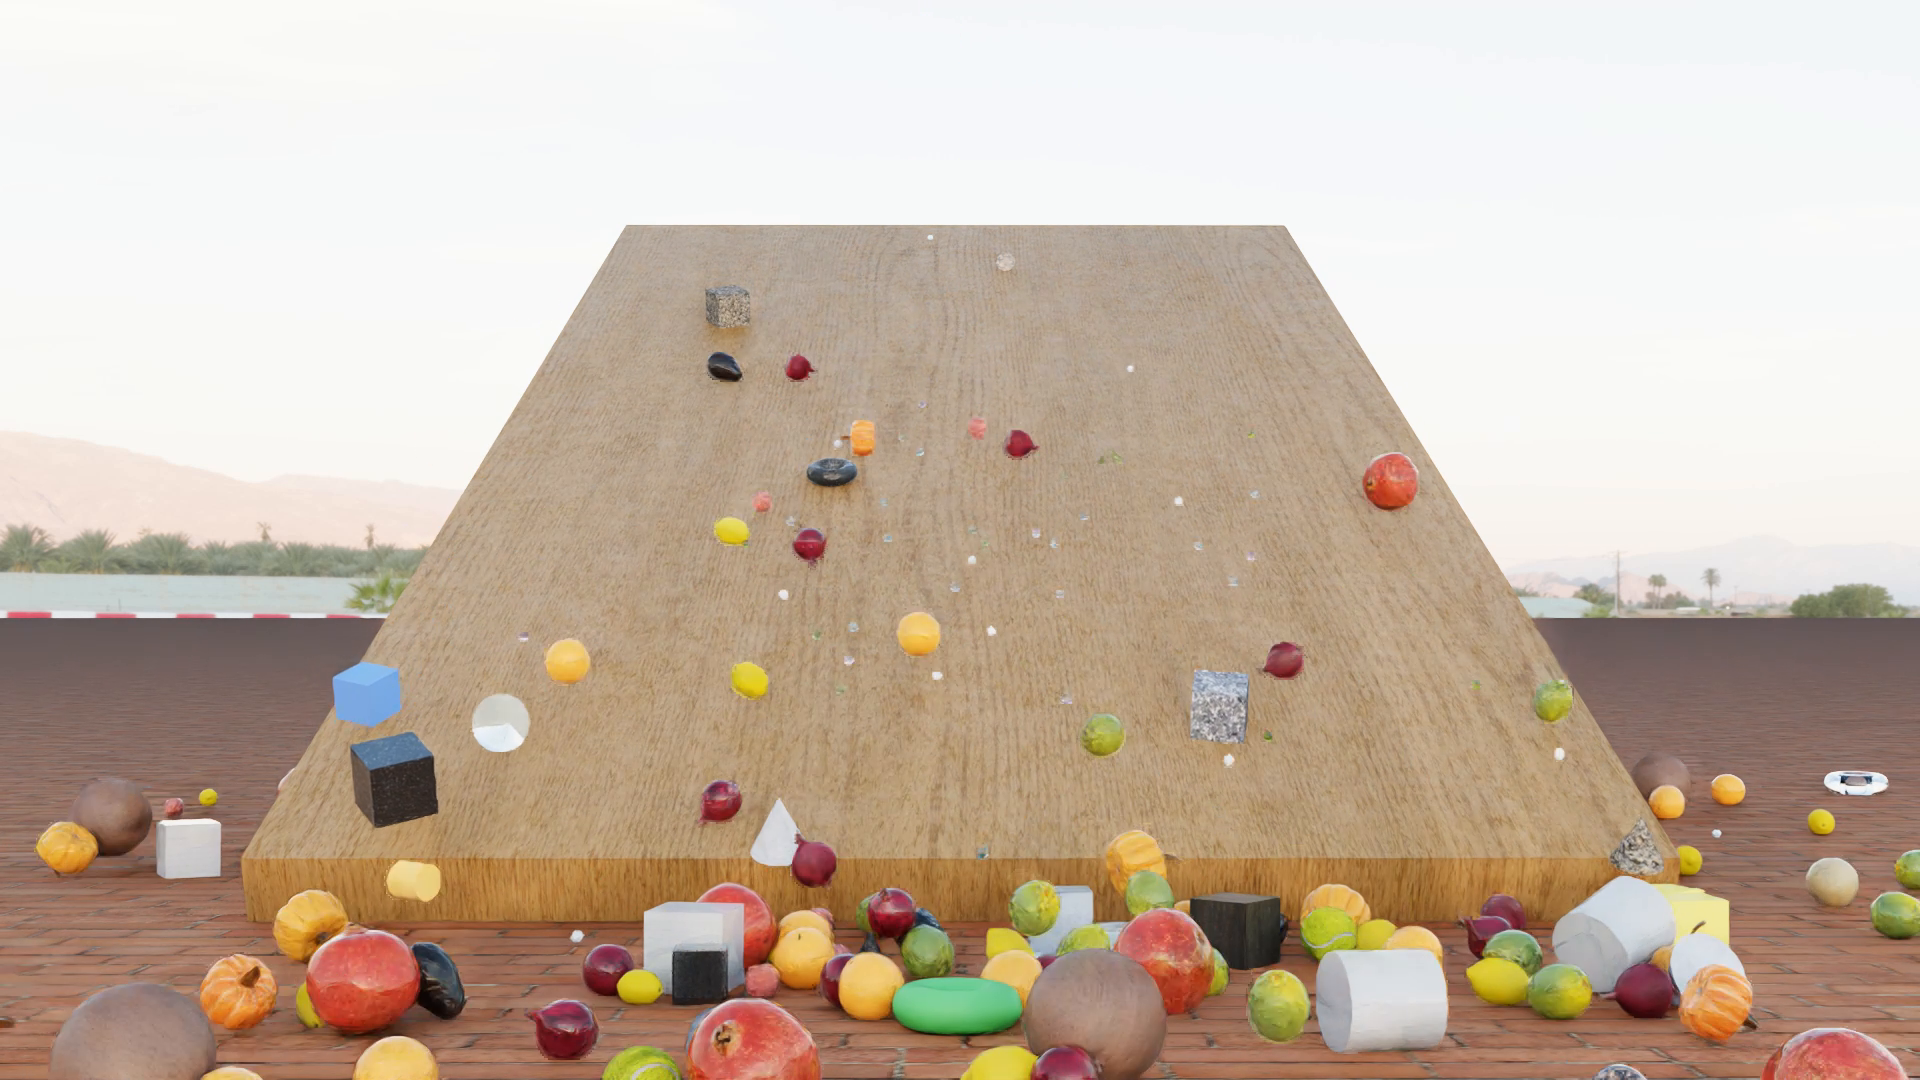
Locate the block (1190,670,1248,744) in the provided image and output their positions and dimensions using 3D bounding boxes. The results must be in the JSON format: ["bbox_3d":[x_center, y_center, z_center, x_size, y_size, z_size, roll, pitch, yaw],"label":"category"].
[{"bbox_3d":[0.402,0.259,3.527,0.083,0.083,0.083,3,21,9],"label":"block"}]

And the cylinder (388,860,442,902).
[{"bbox_3d":[-0.733,0.458,3.055,0.050,0.050,0.050,2,-1,30],"label":"cylinder"}]

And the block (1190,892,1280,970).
[{"bbox_3d":[0.341,0.483,2.814,0.081,0.081,0.081,-1,-2,38],"label":"block"}]

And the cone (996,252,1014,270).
[{"bbox_3d":[0.130,-0.775,6.381,0.052,0.052,0.052,0,-6,5],"label":"cone"}]

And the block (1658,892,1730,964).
[{"bbox_3d":[0.912,0.487,2.854,0.077,0.077,0.077,0,-2,-6],"label":"block"}]

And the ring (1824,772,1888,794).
[{"bbox_3d":[2.147,0.583,5.446,0.145,0.048,0.145,0,0,0],"label":"ring"}]

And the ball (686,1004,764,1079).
[{"bbox_3d":[-0.217,0.466,2.106,0.071,0.071,0.071,0,-2,0],"label":"ball"}]

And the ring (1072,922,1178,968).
[{"bbox_3d":[0.205,0.503,2.824,0.131,0.044,0.131,1,-2,0],"label":"ring"}]

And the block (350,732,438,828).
[{"bbox_3d":[-0.816,0.345,3.278,0.093,0.093,0.093,-12,24,-29],"label":"block"}]

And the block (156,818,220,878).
[{"bbox_3d":[-1.276,0.510,3.761,0.087,0.087,0.087,1,-2,-28],"label":"block"}]

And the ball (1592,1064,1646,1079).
[{"bbox_3d":[0.558,0.470,1.923,0.052,0.052,0.052,0,-2,0],"label":"ball"}]

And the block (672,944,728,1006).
[{"bbox_3d":[-0.291,0.486,2.545,0.059,0.059,0.059,0,-2,-3],"label":"block"}]

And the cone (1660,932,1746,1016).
[{"bbox_3d":[0.798,0.493,2.504,0.094,0.094,0.094,1,-28,-20],"label":"cone"}]

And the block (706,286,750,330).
[{"bbox_3d":[-0.593,-0.595,5.809,0.086,0.086,0.086,-11,23,-27],"label":"block"}]

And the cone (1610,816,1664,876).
[{"bbox_3d":[0.937,0.412,3.135,0.073,0.073,0.073,0,22,0],"label":"cone"}]

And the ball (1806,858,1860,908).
[{"bbox_3d":[1.283,0.504,3.343,0.073,0.073,0.073,0,-2,0],"label":"ball"}]

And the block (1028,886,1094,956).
[{"bbox_3d":[0.128,0.488,2.916,0.079,0.079,0.079,0,-2,-2],"label":"block"}]

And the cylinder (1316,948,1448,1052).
[{"bbox_3d":[0.418,0.457,2.258,0.099,0.099,0.099,0,-2,-12],"label":"cylinder"}]

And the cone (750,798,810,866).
[{"bbox_3d":[-0.251,0.395,3.159,0.084,0.084,0.084,0,20,0],"label":"cone"}]

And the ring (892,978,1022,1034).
[{"bbox_3d":[-0.003,0.488,2.383,0.136,0.045,0.136,1,-3,0],"label":"ring"}]

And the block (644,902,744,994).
[{"bbox_3d":[-0.307,0.472,2.630,0.092,0.092,0.092,0,-2,9],"label":"block"}]

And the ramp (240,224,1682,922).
[{"bbox_3d":[-0.005,-0.211,5.046,2.000,0.100,4.000,0,20,0],"label":"ramp"}]

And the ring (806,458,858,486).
[{"bbox_3d":[-0.262,-0.139,4.662,0.105,0.035,0.105,-1,22,0],"label":"ring"}]

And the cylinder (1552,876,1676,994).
[{"bbox_3d":[0.752,0.453,2.613,0.100,0.100,0.100,-25,14,-37],"label":"cylinder"}]

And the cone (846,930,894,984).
[{"bbox_3d":[-0.106,0.488,2.683,0.057,0.057,0.057,1,5,0],"label":"cone"}]

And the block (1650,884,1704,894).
[{"bbox_3d":[0.922,0.492,2.978,0.073,0.073,0.073,1,-2,-22],"label":"block"}]

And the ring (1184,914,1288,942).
[{"bbox_3d":[0.362,0.507,2.975,0.136,0.045,0.136,0,0,0],"label":"ring"}]

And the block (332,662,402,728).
[{"bbox_3d":[-0.934,0.243,3.582,0.071,0.071,0.071,10,23,25],"label":"block"}]
